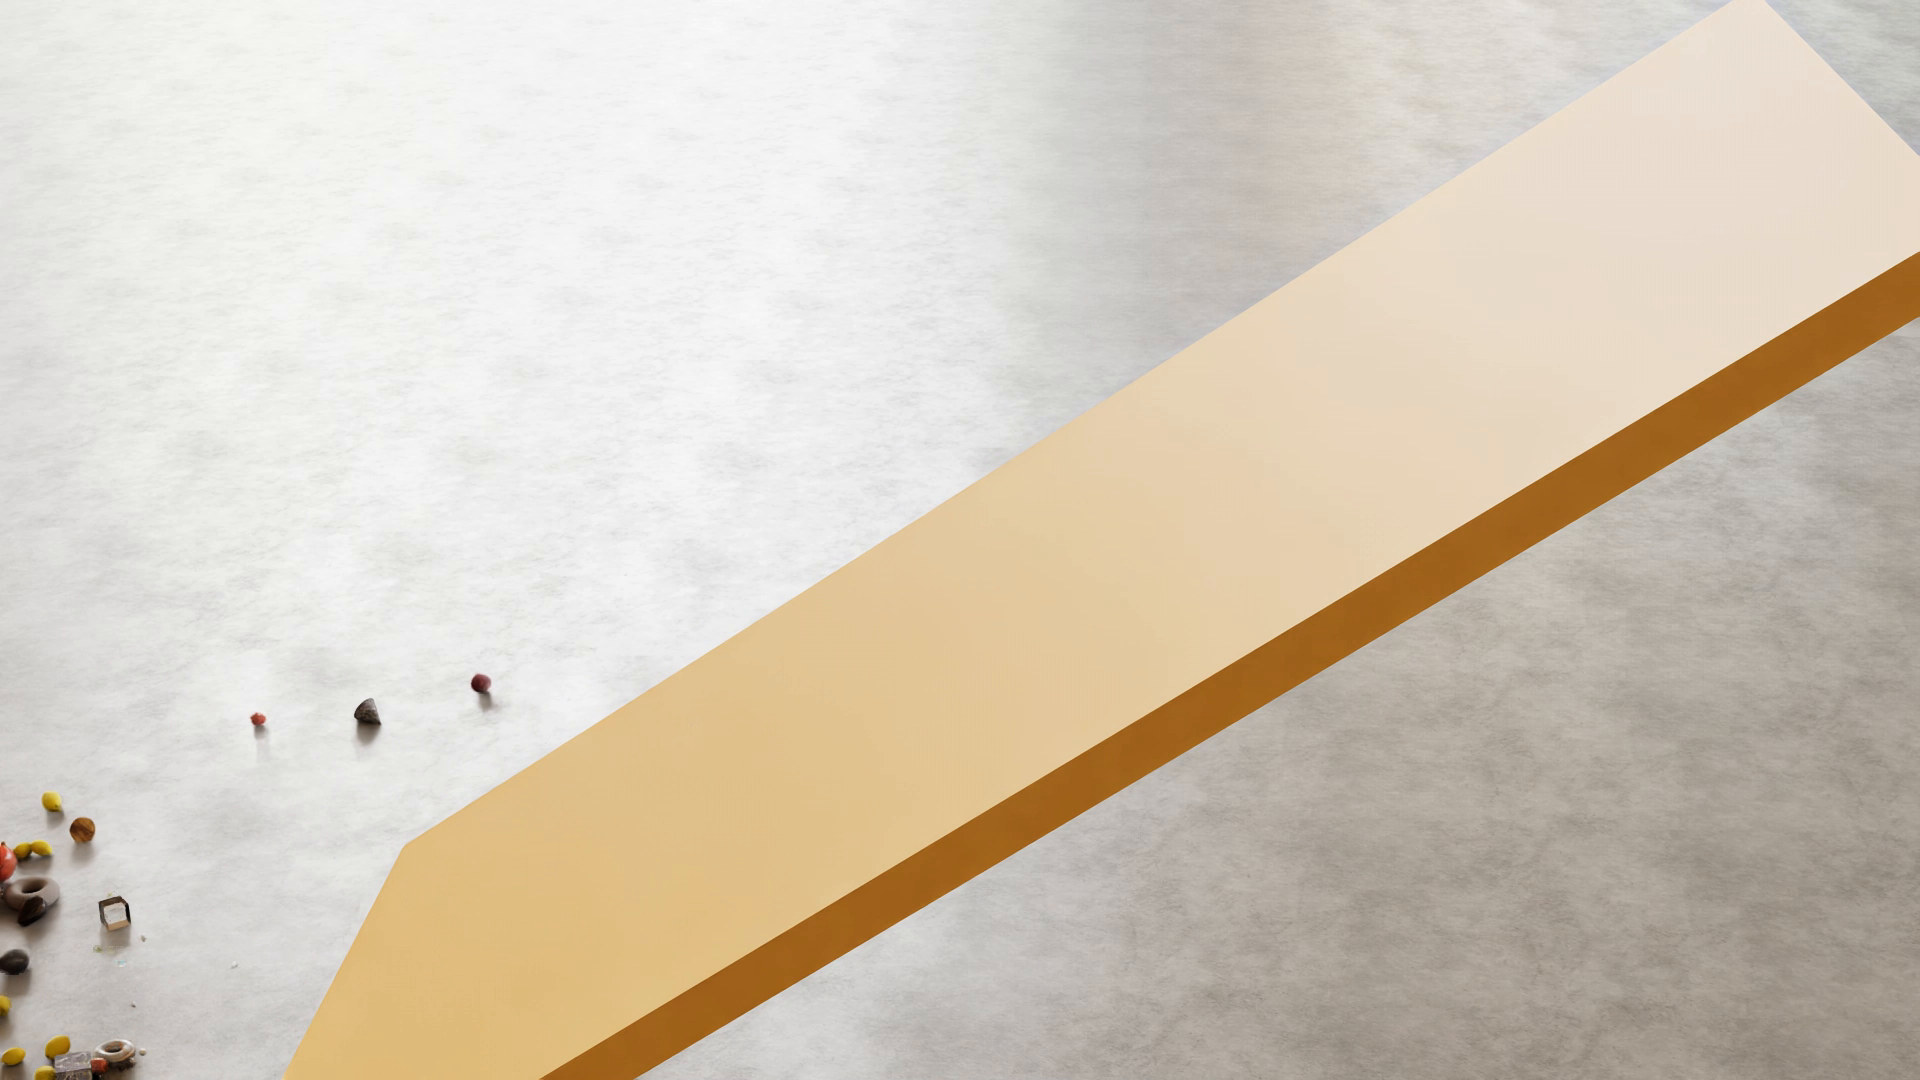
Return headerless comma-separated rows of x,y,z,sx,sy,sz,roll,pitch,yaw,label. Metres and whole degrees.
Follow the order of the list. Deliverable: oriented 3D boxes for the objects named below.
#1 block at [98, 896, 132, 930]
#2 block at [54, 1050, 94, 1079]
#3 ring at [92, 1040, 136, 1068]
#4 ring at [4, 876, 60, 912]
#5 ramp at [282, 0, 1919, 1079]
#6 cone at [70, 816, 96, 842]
-2.156,0.951,7.503,0.058,0.058,0.058,-15,26,-33,block
-2.034,1.232,6.755,0.078,0.078,0.078,-6,22,-16,block
-1.982,1.203,6.893,0.098,0.033,0.098,0,20,0,ring
-2.403,0.915,7.613,0.142,0.047,0.142,0,22,0,ring
0.136,0.174,6.305,4.000,0.100,2.000,-32,16,15,ramp
-2.367,0.785,7.968,0.070,0.070,0.070,-1,-5,-2,cone
